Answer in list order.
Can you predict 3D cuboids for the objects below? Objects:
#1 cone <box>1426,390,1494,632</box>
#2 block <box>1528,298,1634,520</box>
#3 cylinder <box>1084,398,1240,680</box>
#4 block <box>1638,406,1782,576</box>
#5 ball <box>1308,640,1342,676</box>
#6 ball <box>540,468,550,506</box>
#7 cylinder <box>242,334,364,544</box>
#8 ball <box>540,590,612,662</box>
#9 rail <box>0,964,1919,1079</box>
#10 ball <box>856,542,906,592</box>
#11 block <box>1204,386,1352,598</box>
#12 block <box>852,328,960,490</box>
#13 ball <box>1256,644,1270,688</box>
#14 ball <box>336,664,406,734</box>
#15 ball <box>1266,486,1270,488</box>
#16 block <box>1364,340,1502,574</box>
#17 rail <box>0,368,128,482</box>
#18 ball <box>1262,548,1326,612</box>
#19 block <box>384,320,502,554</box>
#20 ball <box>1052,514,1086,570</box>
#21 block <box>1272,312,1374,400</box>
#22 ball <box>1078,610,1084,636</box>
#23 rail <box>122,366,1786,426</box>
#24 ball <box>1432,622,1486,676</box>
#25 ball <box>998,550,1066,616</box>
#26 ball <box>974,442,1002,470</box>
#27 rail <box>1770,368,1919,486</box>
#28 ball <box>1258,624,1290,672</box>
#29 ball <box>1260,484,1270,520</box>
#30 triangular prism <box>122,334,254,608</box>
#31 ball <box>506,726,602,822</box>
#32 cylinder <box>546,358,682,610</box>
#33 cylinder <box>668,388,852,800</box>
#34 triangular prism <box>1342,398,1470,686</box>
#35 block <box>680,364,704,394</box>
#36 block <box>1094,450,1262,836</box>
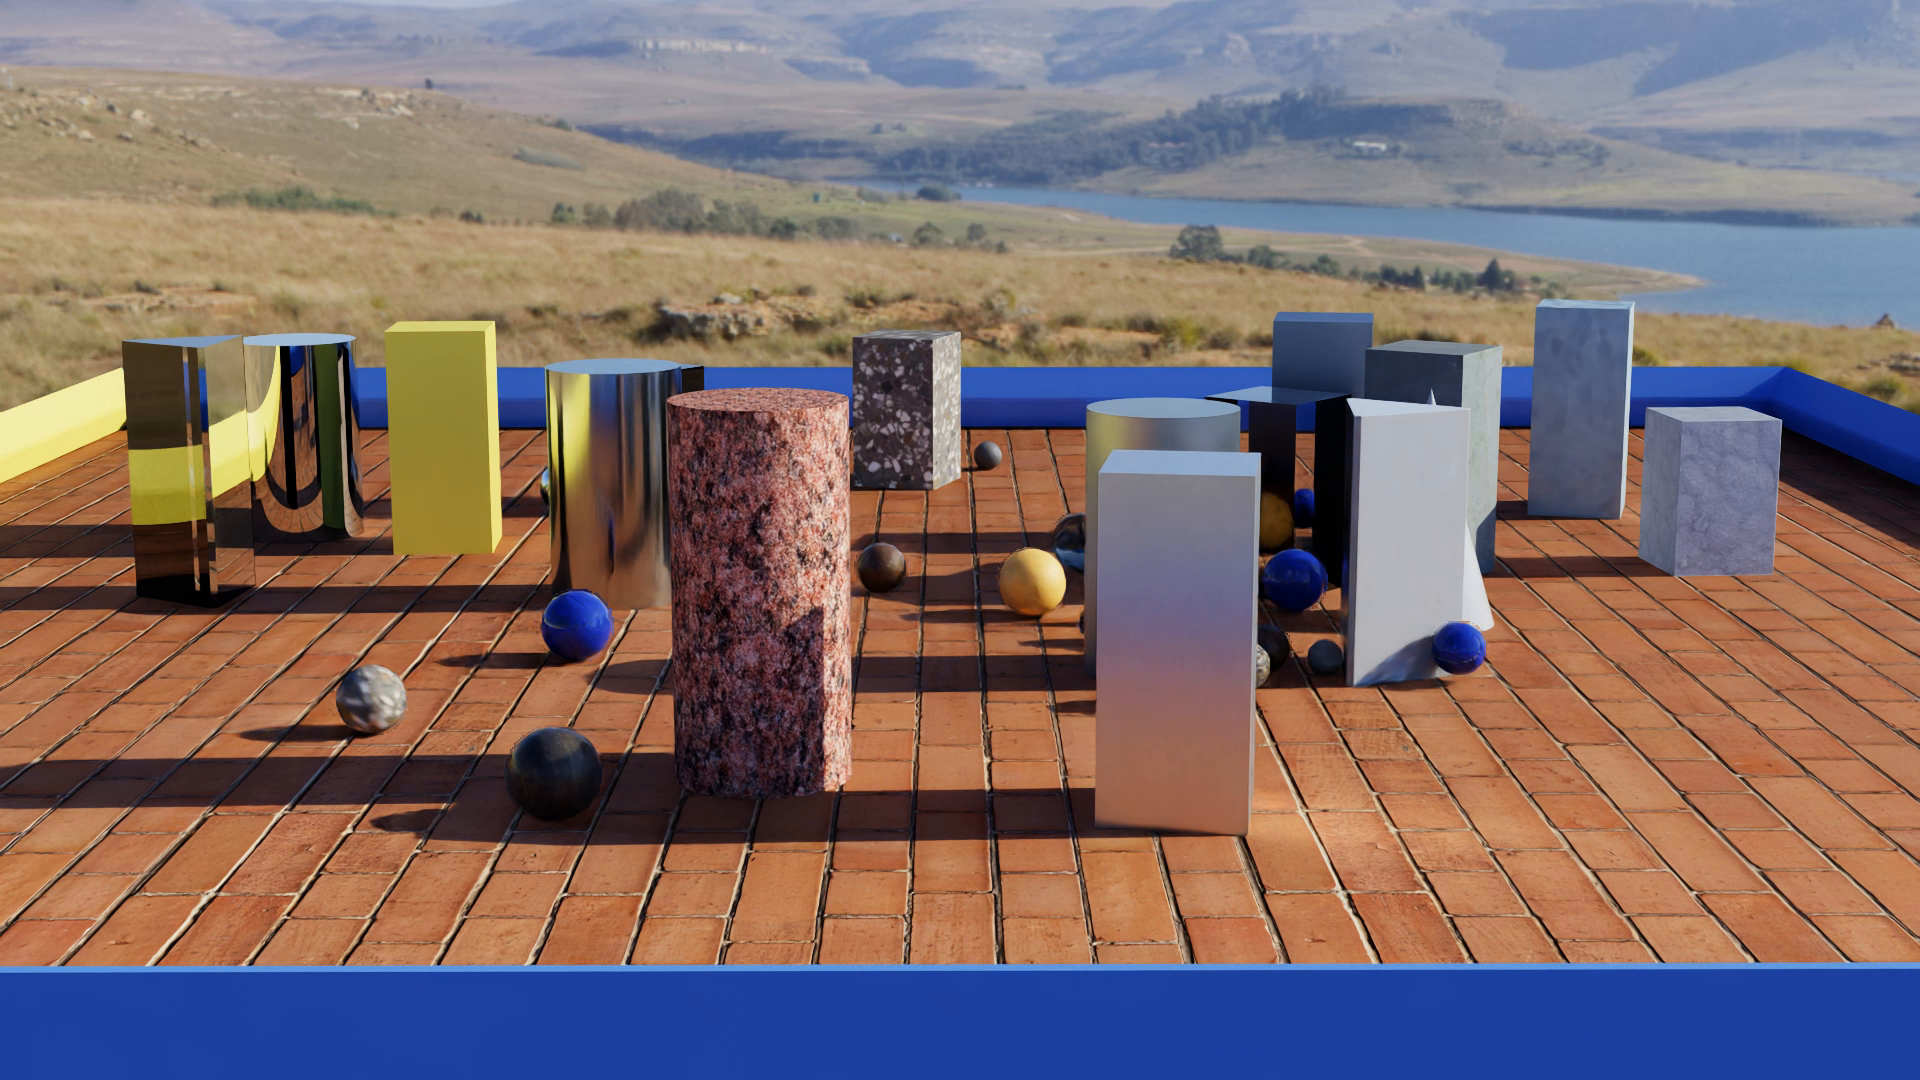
[{"bbox_3d":[0.609,-0.045,3.344,0.182,0.307,0.182,0,11,0],"label":"cone"},{"bbox_3d":[1.010,-0.215,4.173,0.146,0.337,0.146,3,11,17],"label":"block"},{"bbox_3d":[0.241,0.001,3.067,0.182,0.320,0.182,0,11,0],"label":"cylinder"},{"bbox_3d":[1.085,-0.072,3.719,0.146,0.223,0.146,-1,11,-5],"label":"block"},{"bbox_3d":[0.437,0.141,3.073,0.042,0.042,0.042,0,11,0],"label":"ball"},{"bbox_3d":[-0.641,-0.087,4.174,0.085,0.085,0.085,0,11,0],"label":"ball"},{"bbox_3d":[-1.021,-0.160,3.970,0.182,0.302,0.182,0,11,0],"label":"cylinder"},{"bbox_3d":[-0.470,0.105,3.144,0.086,0.086,0.086,0,11,0],"label":"ball"},{"bbox_3d":[0.010,0.344,1.777,3.334,0.118,0.045,0,11,0],"label":"rail"},{"bbox_3d":[-0.109,0.038,3.548,0.069,0.069,0.069,0,11,0],"label":"ball"},{"bbox_3d":[0.439,-0.067,3.562,0.146,0.270,0.146,8,13,38],"label":"block"},{"bbox_3d":[-0.091,-0.229,4.459,0.146,0.258,0.146,4,11,18],"label":"block"},{"bbox_3d":[0.334,0.147,2.997,0.058,0.058,0.058,0,11,0],"label":"ball"},{"bbox_3d":[-0.643,0.174,2.804,0.075,0.075,0.075,0,11,0],"label":"ball"},{"bbox_3d":[0.509,-0.067,4.171,0.046,0.046,0.046,0,11,0],"label":"ball"},{"bbox_3d":[0.671,-0.113,3.659,0.146,0.325,0.146,7,13,32],"label":"block"},{"bbox_3d":[-1.643,0.032,3.441,0.045,0.118,3.451,0,11,0],"label":"rail"},{"bbox_3d":[0.446,0.053,3.426,0.084,0.084,0.084,0,11,0],"label":"ball"},{"bbox_3d":[-0.776,-0.156,3.867,0.146,0.333,0.146,-1,11,-4],"label":"block"},{"bbox_3d":[0.174,0.002,3.701,0.083,0.083,0.083,0,11,0],"label":"ball"},{"bbox_3d":[0.551,-0.169,3.909,0.146,0.342,0.146,2,11,9],"label":"block"},{"bbox_3d":[0.176,0.105,3.237,0.053,0.053,0.053,0,11,0],"label":"ball"},{"bbox_3d":[-0.010,-0.283,5.123,3.334,0.118,0.045,0,11,0],"label":"rail"},{"bbox_3d":[0.589,0.129,3.029,0.064,0.064,0.064,0,11,0],"label":"ball"},{"bbox_3d":[0.095,0.057,3.395,0.089,0.089,0.089,0,11,0],"label":"ball"},{"bbox_3d":[0.050,-0.152,4.612,0.051,0.051,0.051,0,11,0],"label":"ball"},{"bbox_3d":[1.643,0.029,3.459,0.045,0.118,3.451,0,11,0],"label":"rail"},{"bbox_3d":[0.369,0.130,3.092,0.056,0.056,0.056,0,11,0],"label":"ball"},{"bbox_3d":[0.467,-0.059,4.055,0.061,0.061,0.061,0,11,0],"label":"ball"},{"bbox_3d":[-1.029,-0.100,3.515,0.158,0.352,0.137,7,13,33],"label":"triangular prism"},{"bbox_3d":[-0.392,0.226,2.483,0.091,0.091,0.091,0,11,0],"label":"ball"},{"bbox_3d":[-0.468,-0.078,3.493,0.182,0.318,0.182,0,11,0],"label":"cylinder"},{"bbox_3d":[-0.203,0.050,2.613,0.182,0.390,0.182,0,11,0],"label":"cylinder"},{"bbox_3d":[0.501,-0.002,3.079,0.158,0.321,0.137,-5,12,-24],"label":"triangular prism"},{"bbox_3d":[-0.522,-0.169,4.216,0.146,0.231,0.146,8,13,35],"label":"block"},{"bbox_3d":[0.212,0.096,2.487,0.146,0.346,0.146,2,11,8],"label":"block"}]
